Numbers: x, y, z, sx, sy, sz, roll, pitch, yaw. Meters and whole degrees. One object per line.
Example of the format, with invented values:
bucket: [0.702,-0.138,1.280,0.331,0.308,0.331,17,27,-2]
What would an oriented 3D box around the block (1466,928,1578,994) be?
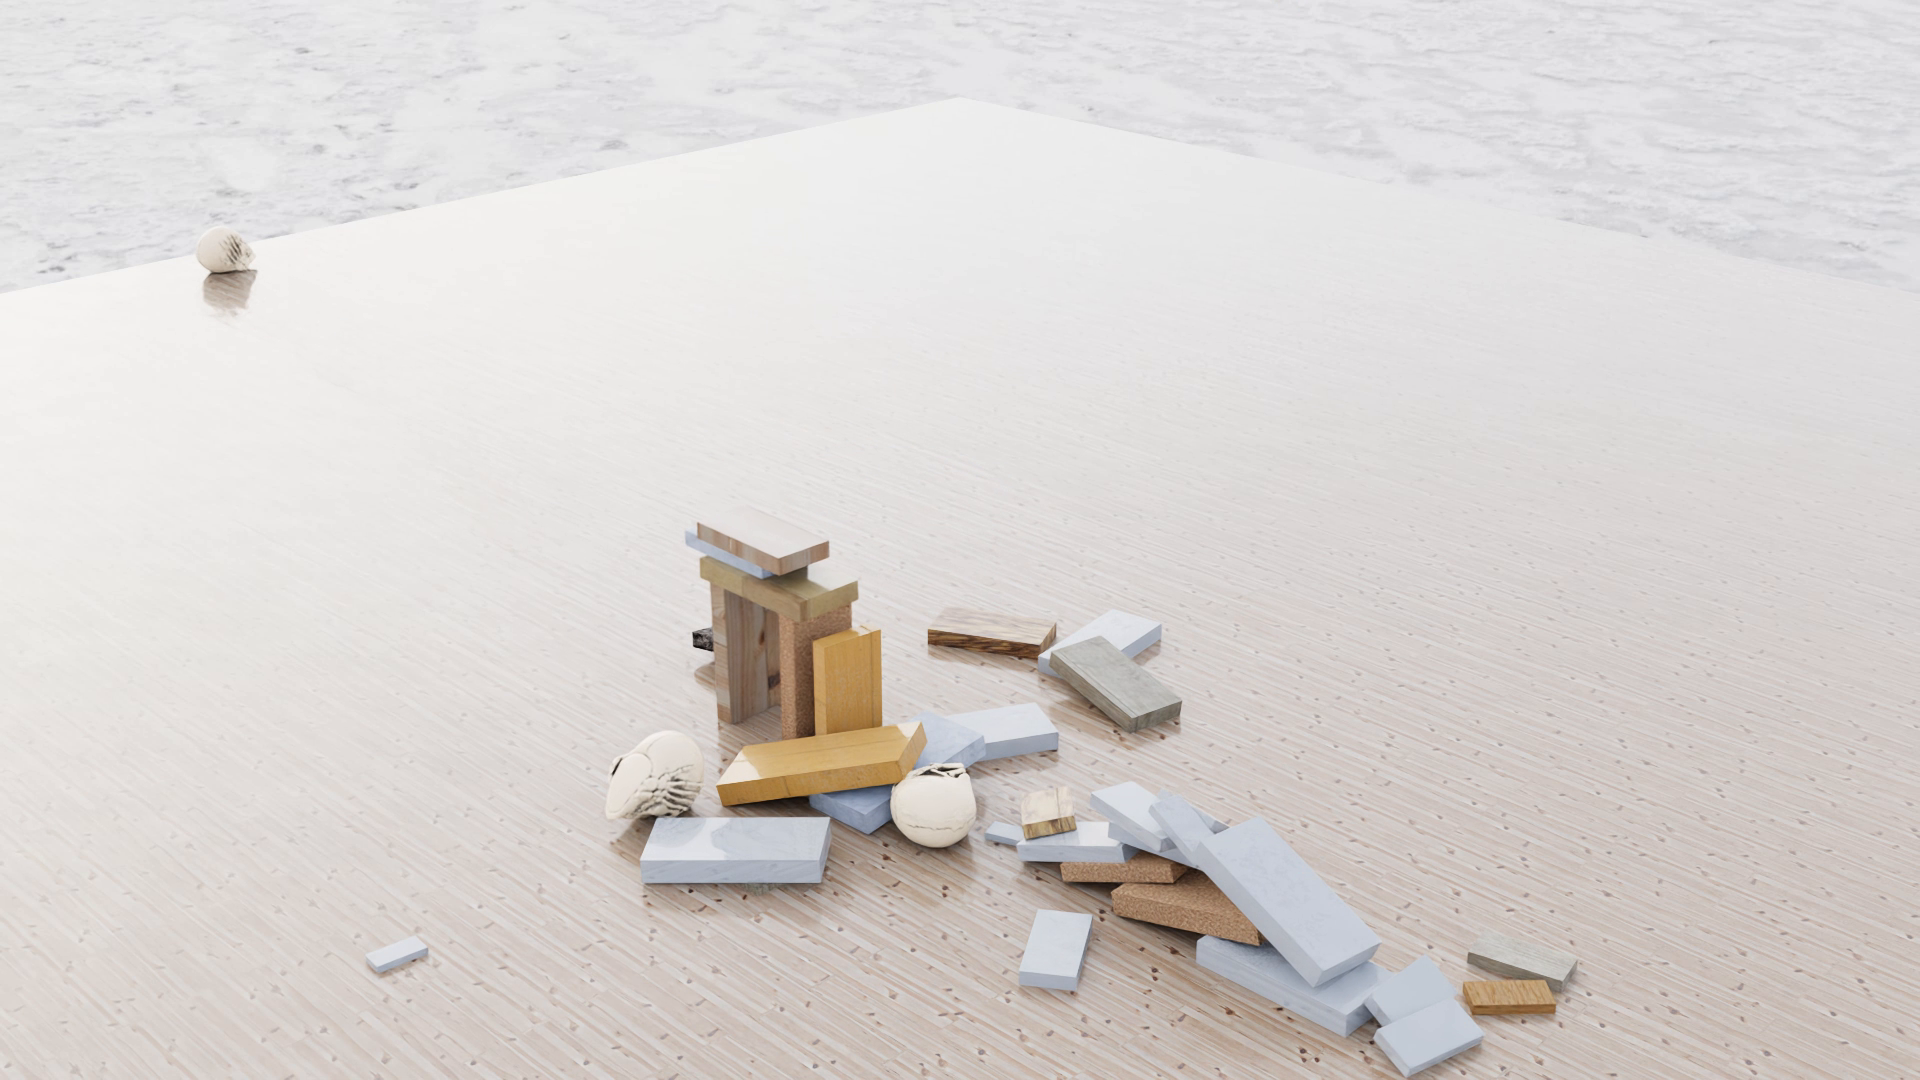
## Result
block: [1.010,0.755,3.950,0.174,0.025,0.087,14,27,30]

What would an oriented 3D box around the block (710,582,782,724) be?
block: [-0.461,0.225,4.814,0.163,0.326,0.046,-21,30,-41]

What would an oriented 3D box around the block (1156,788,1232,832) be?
block: [0.444,0.514,4.134,0.072,0.021,0.145,29,-1,-44]

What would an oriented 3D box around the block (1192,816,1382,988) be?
block: [0.580,0.639,3.915,0.162,0.046,0.324,-15,49,-40]

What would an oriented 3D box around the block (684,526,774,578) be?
block: [-0.461,0.012,4.732,0.257,0.036,0.128,21,31,41]

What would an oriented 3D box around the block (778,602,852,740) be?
block: [-0.304,0.286,4.669,0.163,0.326,0.046,-21,32,-41]

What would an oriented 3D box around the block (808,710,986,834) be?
block: [-0.128,0.473,4.518,0.172,0.049,0.344,19,38,41]

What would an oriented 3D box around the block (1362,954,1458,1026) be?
block: [0.781,0.791,3.807,0.174,0.025,0.087,-22,65,-42]

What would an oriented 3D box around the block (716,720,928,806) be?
block: [-0.281,0.456,4.485,0.402,0.049,0.172,-10,19,19]

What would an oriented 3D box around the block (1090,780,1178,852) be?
block: [0.349,0.520,4.139,0.103,0.029,0.205,-11,26,-35]

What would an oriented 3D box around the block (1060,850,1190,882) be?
block: [0.323,0.611,4.183,0.238,0.034,0.119,-5,13,33]

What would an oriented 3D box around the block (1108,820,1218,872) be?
block: [0.411,0.559,4.137,0.238,0.034,0.119,16,24,28]

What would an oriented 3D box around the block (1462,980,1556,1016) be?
block: [0.961,0.800,3.848,0.145,0.021,0.072,-1,23,-2]

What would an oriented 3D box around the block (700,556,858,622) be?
block: [-0.386,0.082,4.672,0.326,0.046,0.163,21,31,40]

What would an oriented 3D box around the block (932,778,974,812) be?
block: [-0.023,0.514,4.501,0.049,0.014,0.098,-25,43,-31]

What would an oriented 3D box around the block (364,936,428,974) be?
block: [-1.019,0.749,3.977,0.099,0.014,0.050,-18,29,-36]

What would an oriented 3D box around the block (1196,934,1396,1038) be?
block: [0.598,0.762,3.905,0.324,0.046,0.162,21,31,40]

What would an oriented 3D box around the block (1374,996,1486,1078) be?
block: [0.793,0.839,3.716,0.174,0.025,0.087,-14,47,-30]

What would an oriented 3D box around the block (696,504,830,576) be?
block: [-0.419,-0.002,4.668,0.138,0.039,0.275,-21,30,-40]

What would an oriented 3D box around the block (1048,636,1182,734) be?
block: [0.344,0.319,4.896,0.144,0.041,0.289,-16,37,-33]

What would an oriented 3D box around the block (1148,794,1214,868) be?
block: [0.419,0.535,4.051,0.072,0.021,0.145,-14,50,-37]

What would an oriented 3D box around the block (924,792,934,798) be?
block: [-0.076,0.503,4.558,0.049,0.014,0.098,-11,26,-25]

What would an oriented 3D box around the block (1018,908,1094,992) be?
block: [0.175,0.740,3.979,0.103,0.029,0.205,5,23,11]

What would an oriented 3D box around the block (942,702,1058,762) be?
block: [0.051,0.419,4.721,0.289,0.041,0.144,-7,24,-17]

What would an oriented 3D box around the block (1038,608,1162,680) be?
block: [0.328,0.249,5.124,0.138,0.039,0.318,16,28,33]

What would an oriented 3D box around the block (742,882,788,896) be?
block: [-0.363,0.649,4.213,0.099,0.014,0.049,-18,29,-36]

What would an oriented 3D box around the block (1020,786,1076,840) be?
block: [0.175,0.540,4.368,0.103,0.029,0.205,-11,10,3]

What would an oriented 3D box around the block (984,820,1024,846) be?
block: [0.104,0.586,4.363,0.099,0.014,0.050,11,25,23]

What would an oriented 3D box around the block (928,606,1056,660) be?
block: [0.076,0.219,5.196,0.275,0.039,0.138,8,24,17]

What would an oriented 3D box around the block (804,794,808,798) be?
block: [-0.290,0.506,4.551,0.049,0.014,0.098,11,25,24]

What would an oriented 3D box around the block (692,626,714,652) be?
block: [-0.485,0.217,5.141,0.128,0.036,0.256,10,17,43]

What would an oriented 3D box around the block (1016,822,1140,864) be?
block: [0.241,0.582,4.243,0.238,0.034,0.119,-5,14,35]

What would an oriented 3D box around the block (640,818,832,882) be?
block: [-0.431,0.600,4.259,0.344,0.049,0.172,-1,21,4]

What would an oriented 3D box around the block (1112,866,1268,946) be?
block: [0.458,0.664,4.050,0.324,0.046,0.162,4,20,42]

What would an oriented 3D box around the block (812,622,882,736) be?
block: [-0.234,0.330,4.614,0.144,0.289,0.041,-17,28,-35]
